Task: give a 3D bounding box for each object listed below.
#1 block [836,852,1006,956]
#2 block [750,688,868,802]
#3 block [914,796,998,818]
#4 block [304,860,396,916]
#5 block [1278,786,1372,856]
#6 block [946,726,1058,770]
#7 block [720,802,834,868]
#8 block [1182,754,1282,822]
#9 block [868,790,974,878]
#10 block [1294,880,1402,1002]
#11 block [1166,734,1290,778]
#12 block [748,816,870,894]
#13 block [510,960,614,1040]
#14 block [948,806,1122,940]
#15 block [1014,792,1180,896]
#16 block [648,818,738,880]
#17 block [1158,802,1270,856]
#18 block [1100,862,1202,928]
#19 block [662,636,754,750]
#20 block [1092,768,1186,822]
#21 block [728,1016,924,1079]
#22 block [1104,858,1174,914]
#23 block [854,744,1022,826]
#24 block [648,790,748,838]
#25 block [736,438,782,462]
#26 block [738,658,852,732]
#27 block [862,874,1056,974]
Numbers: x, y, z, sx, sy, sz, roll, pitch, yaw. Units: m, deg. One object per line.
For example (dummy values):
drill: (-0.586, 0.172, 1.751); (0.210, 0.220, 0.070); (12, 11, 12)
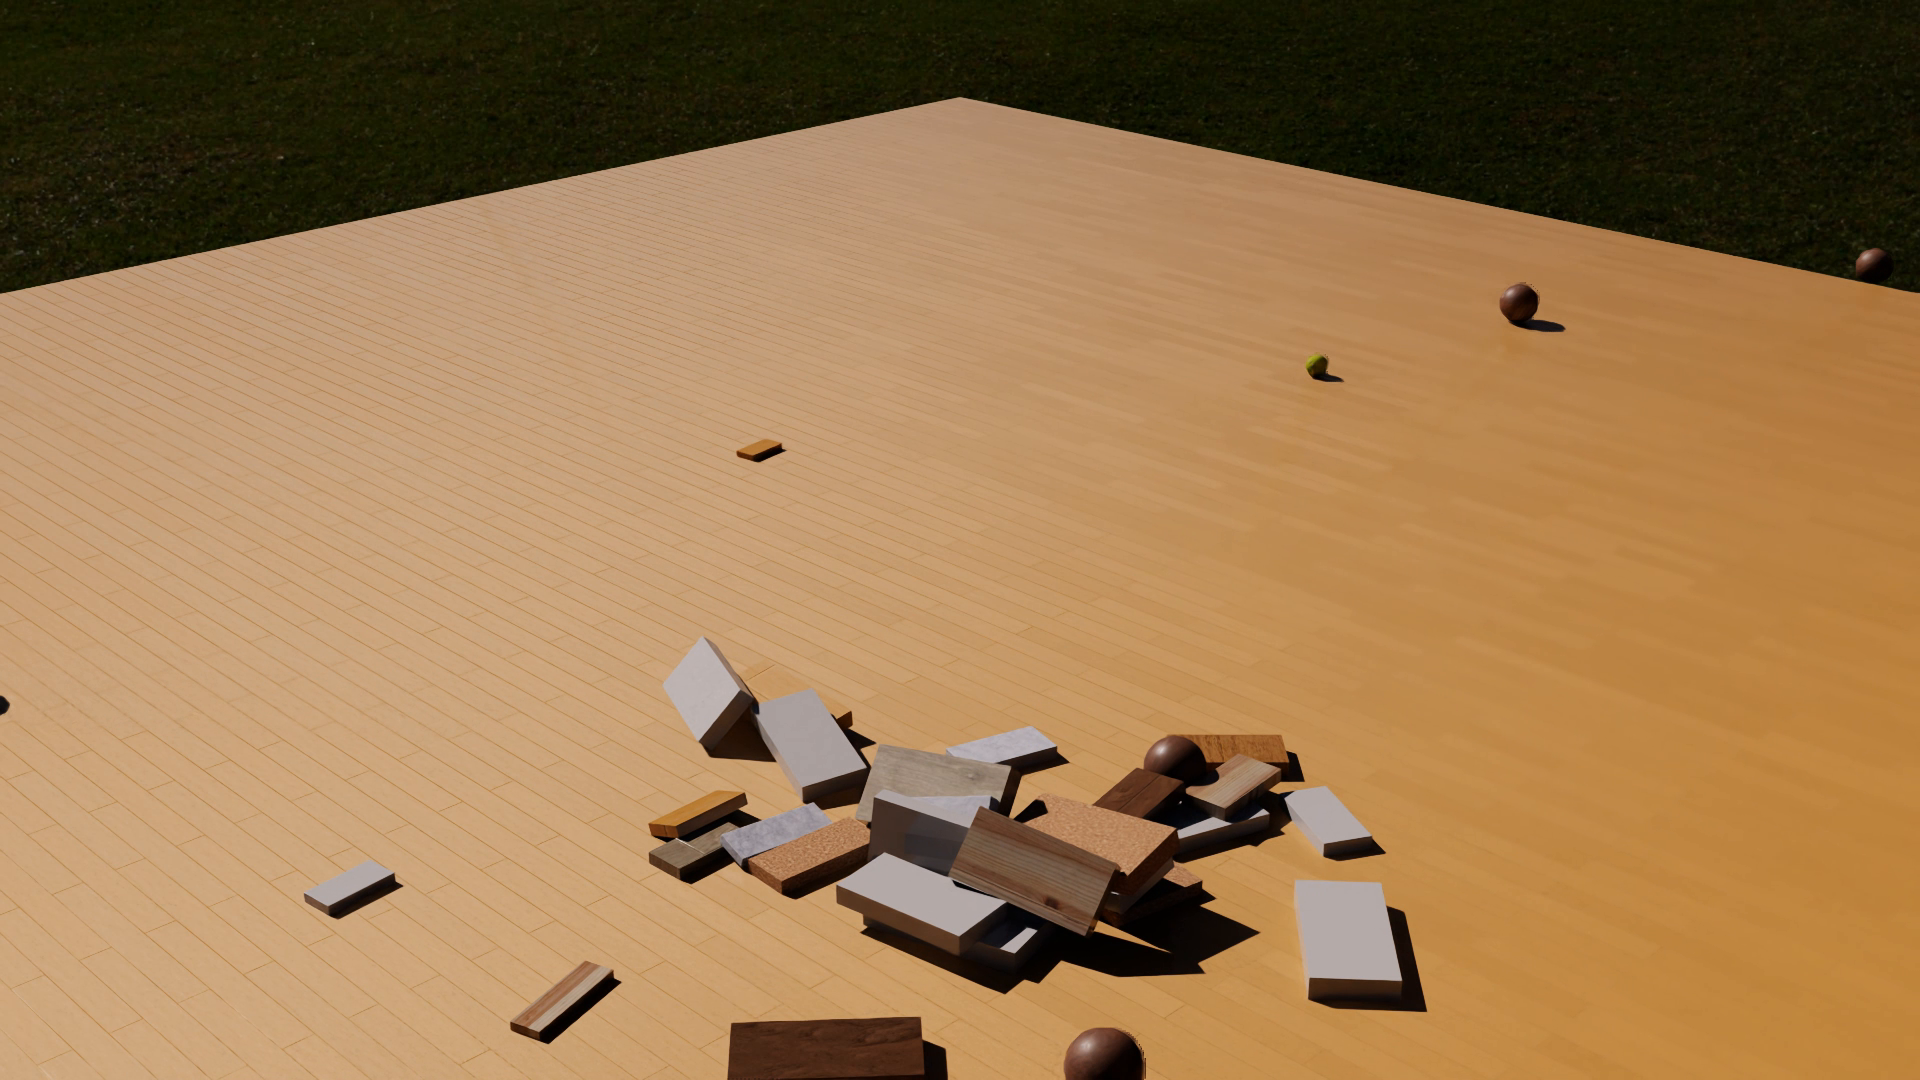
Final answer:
block: (-0.072, 0.664, 4.028); (0.284, 0.040, 0.142); (16, 28, 34)
block: (-0.319, 0.428, 4.617); (0.144, 0.041, 0.289); (-15, 38, -21)
block: (-0.031, 0.550, 4.241); (0.212, 0.106, 0.030); (-5, -26, 31)
block: (-1.159, 0.660, 4.178); (0.076, 0.022, 0.152); (18, 29, 36)
block: (0.730, 0.561, 4.400); (0.104, 0.029, 0.208); (-7, 24, -15)
block: (0.088, 0.452, 4.657); (0.211, 0.030, 0.106); (-12, 26, -27)
block: (-0.358, 0.579, 4.332); (0.222, 0.022, 0.076); (-15, 43, -37)
block: (0.551, 0.500, 4.456); (0.104, 0.029, 0.208); (18, 29, 36)
block: (-0.035, 0.583, 4.171); (0.284, 0.142, 0.040); (15, 23, 22)
block: (0.701, 0.725, 3.994); (0.161, 0.046, 0.321); (1, 23, 3)
block: (0.564, 0.455, 4.644); (0.245, 0.035, 0.122); (0, 23, 0)
block: (-0.280, 0.612, 4.279); (0.247, 0.030, 0.106); (-19, 29, -37)
block: (-0.694, 0.803, 3.844); (0.063, 0.018, 0.210); (12, 26, 26)
block: (0.136, 0.607, 4.021); (0.284, 0.142, 0.040); (20, -13, 23)
block: (0.238, 0.571, 4.150); (0.320, 0.045, 0.160); (10, 35, 41)
block: (-0.510, 0.603, 4.306); (0.091, 0.026, 0.182); (20, 30, 38)
block: (0.480, 0.562, 4.391); (0.245, 0.035, 0.122); (-11, 26, -25)
block: (0.345, 0.665, 4.157); (0.208, 0.029, 0.104); (-15, 27, -32)
block: (-0.553, 0.332, 4.807); (0.041, 0.144, 0.289); (38, 3, -32)
block: (0.325, 0.543, 4.361); (0.122, 0.035, 0.245); (12, 36, 43)
block: (-0.222, 0.865, 3.663); (0.321, 0.046, 0.161); (-1, 23, -3)
block: (0.231, 0.607, 4.186); (0.320, 0.045, 0.160); (12, 36, 43)
block: (-0.044, 0.505, 4.325); (0.320, 0.160, 0.045); (6, -22, 35)
block: (-0.524, 0.548, 4.402); (0.091, 0.026, 0.182); (-3, 15, 46)
block: (-0.579, -0.260, 6.352); (0.063, 0.018, 0.127); (16, 28, 34)
block: (-0.385, 0.362, 4.800); (0.144, 0.041, 0.289); (-29, 40, -35)
block: (-0.001, 0.697, 4.059); (0.321, 0.046, 0.161); (13, 26, 28)
